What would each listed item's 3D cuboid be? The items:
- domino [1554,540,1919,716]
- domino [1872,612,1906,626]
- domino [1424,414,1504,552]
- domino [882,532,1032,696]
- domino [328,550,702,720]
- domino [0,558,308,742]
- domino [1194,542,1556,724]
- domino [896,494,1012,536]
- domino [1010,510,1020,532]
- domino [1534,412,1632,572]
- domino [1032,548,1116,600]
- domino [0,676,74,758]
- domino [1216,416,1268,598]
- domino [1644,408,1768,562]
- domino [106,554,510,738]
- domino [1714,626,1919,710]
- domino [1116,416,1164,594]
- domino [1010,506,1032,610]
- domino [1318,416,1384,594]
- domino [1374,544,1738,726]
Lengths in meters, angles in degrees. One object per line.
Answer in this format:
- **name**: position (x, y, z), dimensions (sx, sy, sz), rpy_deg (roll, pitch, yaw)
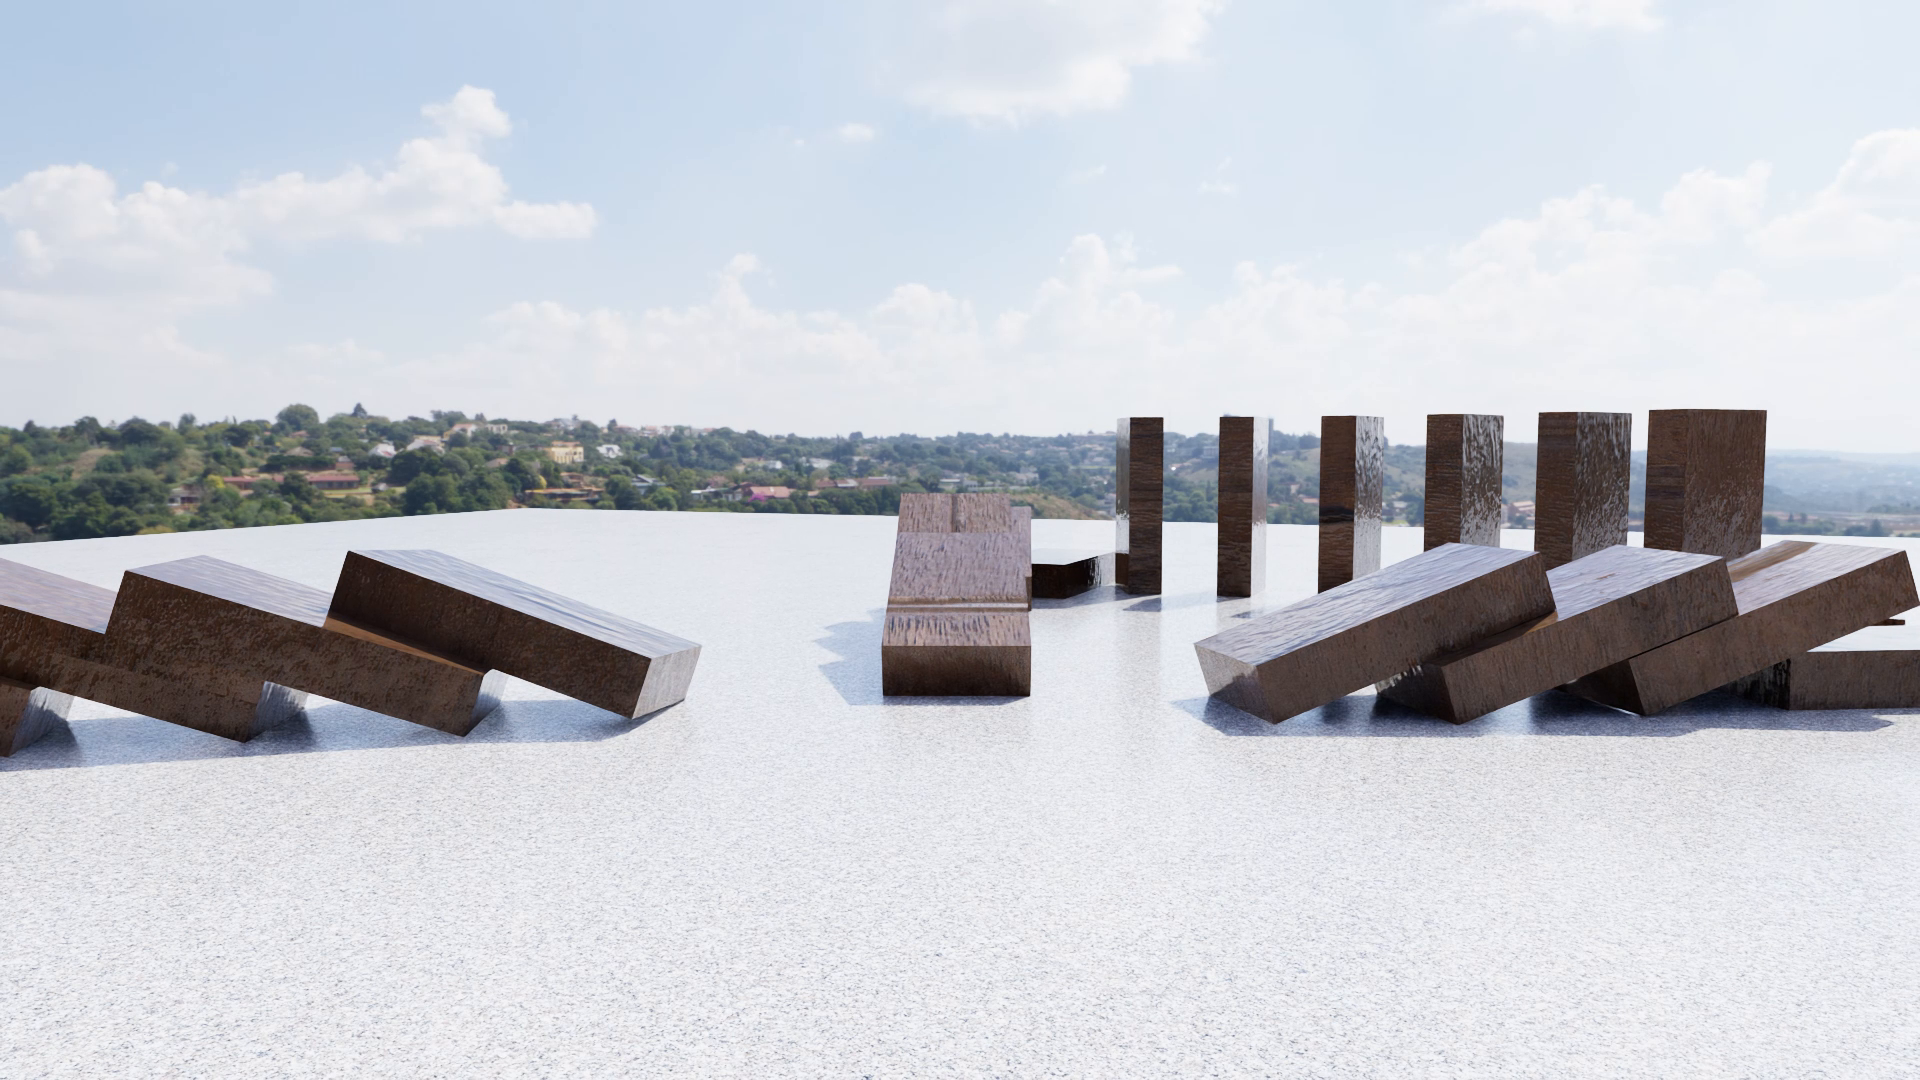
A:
- **domino**: position (0.127, 0.014, 0.214), dimensions (0.050, 0.010, 0.025), rpy_deg (-20, 6, -6)
- **domino**: position (0.182, 0.018, 0.270), dimensions (0.025, 0.010, 0.050), rpy_deg (3, 5, 35)
- **domino**: position (0.131, -0.007, 0.333), dimensions (0.009, 0.050, 0.025), rpy_deg (4, 6, 44)
- **domino**: position (0.000, 0.012, 0.238), dimensions (0.025, 0.010, 0.050), rpy_deg (0, 22, 1)
- **domino**: position (-0.069, 0.014, 0.204), dimensions (0.050, 0.009, 0.025), rpy_deg (19, 2, 6)
- **domino**: position (-0.126, 0.016, 0.190), dimensions (0.050, 0.009, 0.025), rpy_deg (19, 1, -10)
- **domino**: position (0.066, 0.014, 0.209), dimensions (0.050, 0.009, 0.025), rpy_deg (-20, 7, -10)
- **domino**: position (-0.001, 0.006, 0.275), dimensions (0.025, 0.010, 0.050), rpy_deg (0, 30, 1)
- **domino**: position (0.002, 0.006, 0.319), dimensions (0.025, 0.010, 0.050), rpy_deg (1, 23, 4)
- **domino**: position (0.151, -0.006, 0.310), dimensions (0.025, 0.050, 0.010), rpy_deg (-3, 5, -35)
- **domino**: position (0.027, 0.009, 0.380), dimensions (0.025, 0.009, 0.050), rpy_deg (2, 5, 23)
- **domino**: position (-0.154, 0.016, 0.178), dimensions (0.050, 0.009, 0.025), rpy_deg (19, -3, -20)
- **domino**: position (0.081, -0.010, 0.367), dimensions (0.009, 0.050, 0.025), rpy_deg (2, 5, 22)
- **domino**: position (0.165, -0.004, 0.284), dimensions (0.025, 0.050, 0.009), rpy_deg (-2, 5, -23)
- **domino**: position (-0.096, 0.015, 0.194), dimensions (0.050, 0.010, 0.025), rpy_deg (18, 1, -9)
- **domino**: position (0.156, 0.021, 0.219), dimensions (0.050, 0.009, 0.025), rpy_deg (0, 4, -6)
- **domino**: position (0.052, -0.010, 0.373), dimensions (0.010, 0.050, 0.025), rpy_deg (0, 4, -2)
- **domino**: position (0.007, 0.004, 0.349), dimensions (0.025, 0.010, 0.050), rpy_deg (0, 22, 3)
- **domino**: position (0.108, -0.009, 0.353), dimensions (0.010, 0.050, 0.025), rpy_deg (3, 5, 34)
- **domino**: position (0.095, 0.014, 0.209), dimensions (0.050, 0.009, 0.025), rpy_deg (-19, 7, -8)
